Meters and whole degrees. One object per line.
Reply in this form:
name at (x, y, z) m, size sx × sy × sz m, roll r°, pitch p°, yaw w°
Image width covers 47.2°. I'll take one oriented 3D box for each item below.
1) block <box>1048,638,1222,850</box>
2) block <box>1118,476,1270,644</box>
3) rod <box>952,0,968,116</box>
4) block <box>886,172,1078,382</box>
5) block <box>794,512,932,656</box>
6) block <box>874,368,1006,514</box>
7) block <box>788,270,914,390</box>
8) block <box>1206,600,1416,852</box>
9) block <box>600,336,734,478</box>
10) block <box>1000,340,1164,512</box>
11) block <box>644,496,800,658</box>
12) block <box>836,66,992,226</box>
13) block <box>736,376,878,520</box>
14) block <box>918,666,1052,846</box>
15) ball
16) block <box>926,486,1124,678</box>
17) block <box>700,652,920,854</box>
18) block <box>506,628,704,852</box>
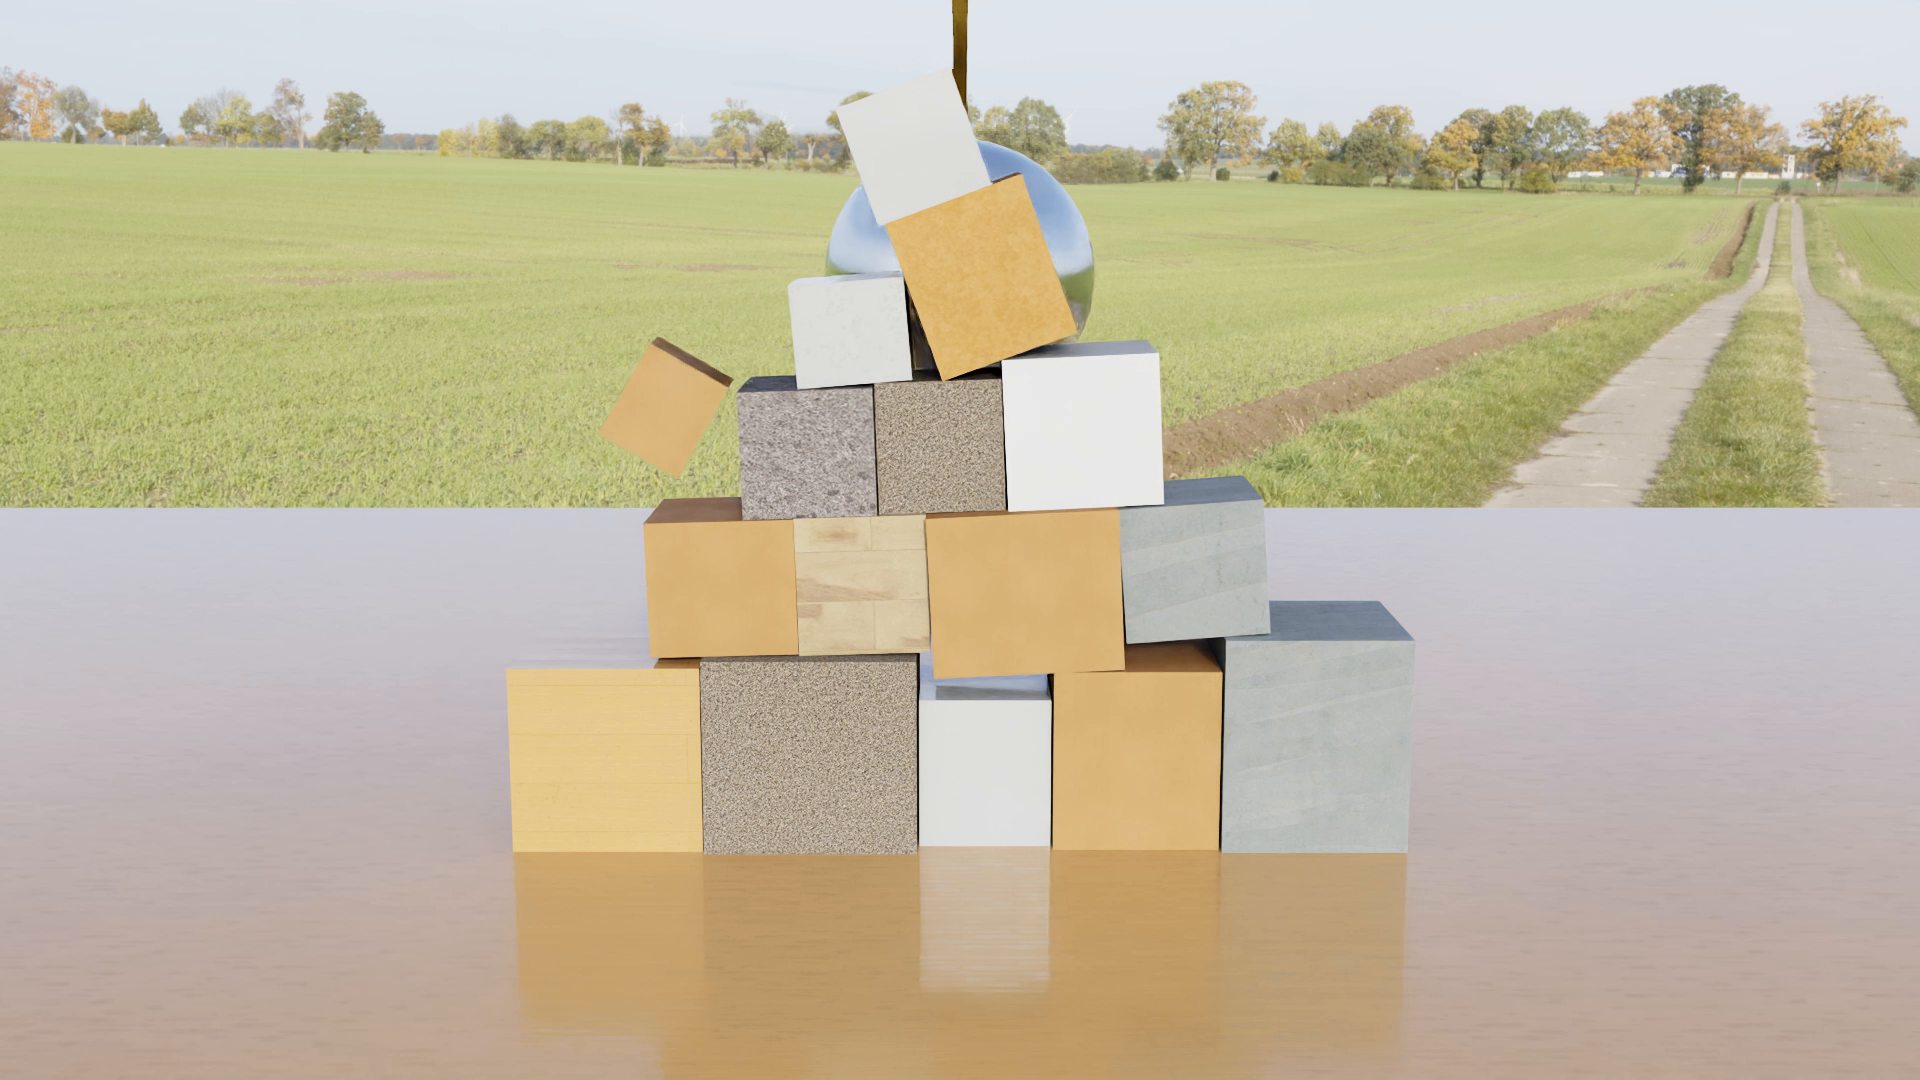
block at (0.880, 1.025, 11.371) m, size 0.831 × 0.915 × 0.877 m, roll 0°, pitch 10°, yaw 0°
block at (1.155, 0.087, 11.207) m, size 0.713 × 0.672 × 0.793 m, roll -4°, pitch 10°, yaw 1°
rod at (0.000, -4.490, 11.278) m, size 0.080 × 5.200 × 0.080 m, roll 0°, pitch 31°, yaw 0°
block at (0.105, -1.324, 10.957) m, size 0.698 × 0.808 × 0.674 m, roll -20°, pitch 10°, yaw 3°
block at (-0.482, 0.158, 11.223) m, size 0.651 × 0.690 × 0.764 m, roll -2°, pitch 10°, yaw 0°
block at (-0.097, -0.507, 11.069) m, size 0.624 × 0.649 × 0.576 m, roll -2°, pitch 10°, yaw 0°
block at (-0.535, -1.057, 10.980) m, size 0.562 × 0.503 × 0.572 m, roll -5°, pitch 10°, yaw 1°
block at (1.770, 0.942, 11.351) m, size 0.928 × 1.085 × 0.957 m, roll 0°, pitch 10°, yaw 0°
block at (-1.475, -0.679, 11.105) m, size 0.440 × 0.514 × 0.502 m, roll 30°, pitch 7°, yaw -7°
block at (0.602, -0.588, 11.088) m, size 0.764 × 0.744 × 0.726 m, roll -3°, pitch 10°, yaw 1°
block at (-1.176, 0.175, 11.209) m, size 0.736 × 0.675 × 0.767 m, roll -1°, pitch 10°, yaw 0°
block at (-0.225, -1.936, 10.827) m, size 0.580 × 0.592 × 0.619 m, roll -20°, pitch 10°, yaw 3°
block at (-0.746, -0.483, 11.102) m, size 0.661 × 0.629 × 0.742 m, roll -2°, pitch 10°, yaw 0°
block at (0.125, 1.105, 11.377) m, size 0.659 × 0.756 × 0.741 m, roll 0°, pitch 10°, yaw 0°
ball at (0.000, -1.562, 13.005) m, size 1.600 × 1.600 × 1.600 m, roll 0°, pitch 10°, yaw 0°
block at (0.323, 0.187, 11.219) m, size 0.941 × 0.800 × 0.914 m, roll -3°, pitch 10°, yaw 0°
block at (-0.745, 0.993, 11.356) m, size 1.061 × 0.982 × 0.994 m, roll 0°, pitch 10°, yaw 0°
block at (-1.759, 1.014, 11.361) m, size 0.949 × 0.939 × 0.917 m, roll 0°, pitch 10°, yaw 0°
